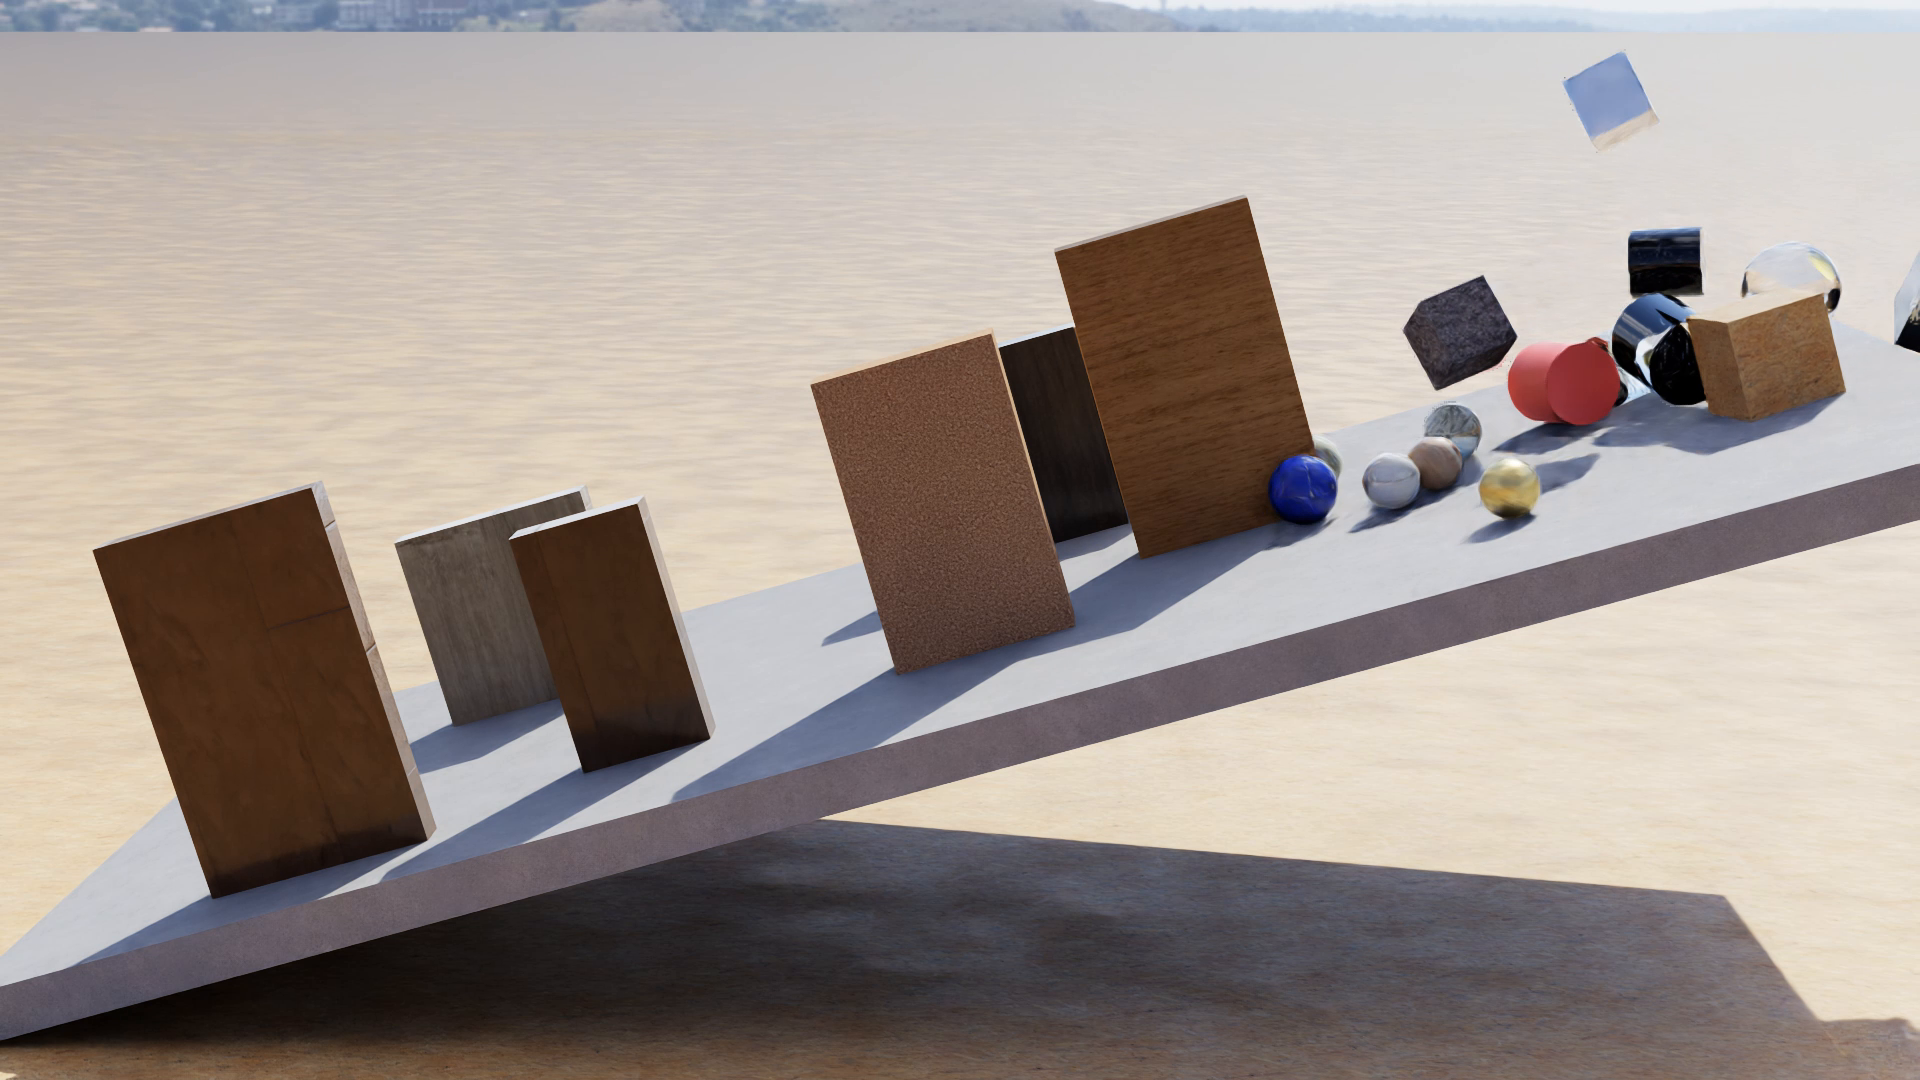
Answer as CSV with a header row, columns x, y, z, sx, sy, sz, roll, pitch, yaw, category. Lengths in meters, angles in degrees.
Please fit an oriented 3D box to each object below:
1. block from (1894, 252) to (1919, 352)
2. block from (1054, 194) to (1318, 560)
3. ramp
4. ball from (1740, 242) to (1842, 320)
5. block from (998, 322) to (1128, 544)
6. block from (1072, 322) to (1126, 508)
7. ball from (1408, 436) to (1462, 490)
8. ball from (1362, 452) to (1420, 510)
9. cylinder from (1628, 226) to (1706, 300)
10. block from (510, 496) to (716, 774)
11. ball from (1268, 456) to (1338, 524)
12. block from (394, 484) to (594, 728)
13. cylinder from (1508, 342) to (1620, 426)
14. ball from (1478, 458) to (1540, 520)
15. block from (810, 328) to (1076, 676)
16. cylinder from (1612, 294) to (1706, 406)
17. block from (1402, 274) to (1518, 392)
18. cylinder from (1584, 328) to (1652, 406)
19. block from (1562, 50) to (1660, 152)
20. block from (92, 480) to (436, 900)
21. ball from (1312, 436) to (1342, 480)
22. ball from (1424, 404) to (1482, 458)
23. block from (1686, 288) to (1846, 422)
x,y,z,sx,sy,sz,roll,pitch,yaw,category
2.147,-0.516,6.324,0.201,0.201,0.201,20,35,3,block
0.499,-0.349,6.318,0.423,0.689,0.096,-16,10,5,block
0.087,0.188,6.323,4.000,0.100,2.000,-16,10,5,ramp
1.762,-0.529,6.237,0.207,0.207,0.207,0,11,0,ball
0.137,-0.219,6.829,0.393,0.475,0.093,-16,10,5,block
0.428,-0.324,7.010,0.278,0.451,0.102,-16,10,5,block
0.994,-0.161,6.154,0.114,0.114,0.114,0,11,0,ball
0.893,-0.122,6.087,0.119,0.119,0.119,0,11,0,ball
1.582,-0.620,6.578,0.155,0.155,0.155,-1,10,18,cylinder
-0.687,0.187,5.839,0.264,0.492,0.098,-16,10,5,block
0.723,-0.105,6.194,0.147,0.147,0.147,0,11,0,ball
-1.005,0.150,6.714,0.442,0.445,0.090,-16,10,5,block
1.324,-0.345,6.455,0.178,0.178,0.178,-3,6,-16,cylinder
1.062,-0.099,5.684,0.117,0.117,0.117,0,11,0,ball
-0.031,-0.077,5.891,0.372,0.611,0.109,-16,10,5,block
1.512,-0.405,6.251,0.190,0.190,0.190,-2,22,-13,cylinder
1.086,-0.448,6.393,0.159,0.159,0.159,-23,-15,-13,block
1.496,-0.403,6.515,0.164,0.164,0.164,-23,18,-18,cylinder
1.428,-0.959,6.445,0.146,0.146,0.146,-27,-13,17,block
-1.332,0.291,5.655,0.441,0.715,0.085,-16,10,5,block
0.778,-0.166,6.494,0.131,0.131,0.131,0,11,0,ball
1.074,-0.236,6.412,0.126,0.126,0.126,0,11,0,ball
1.650,-0.381,6.028,0.210,0.210,0.210,-17,10,-6,block
